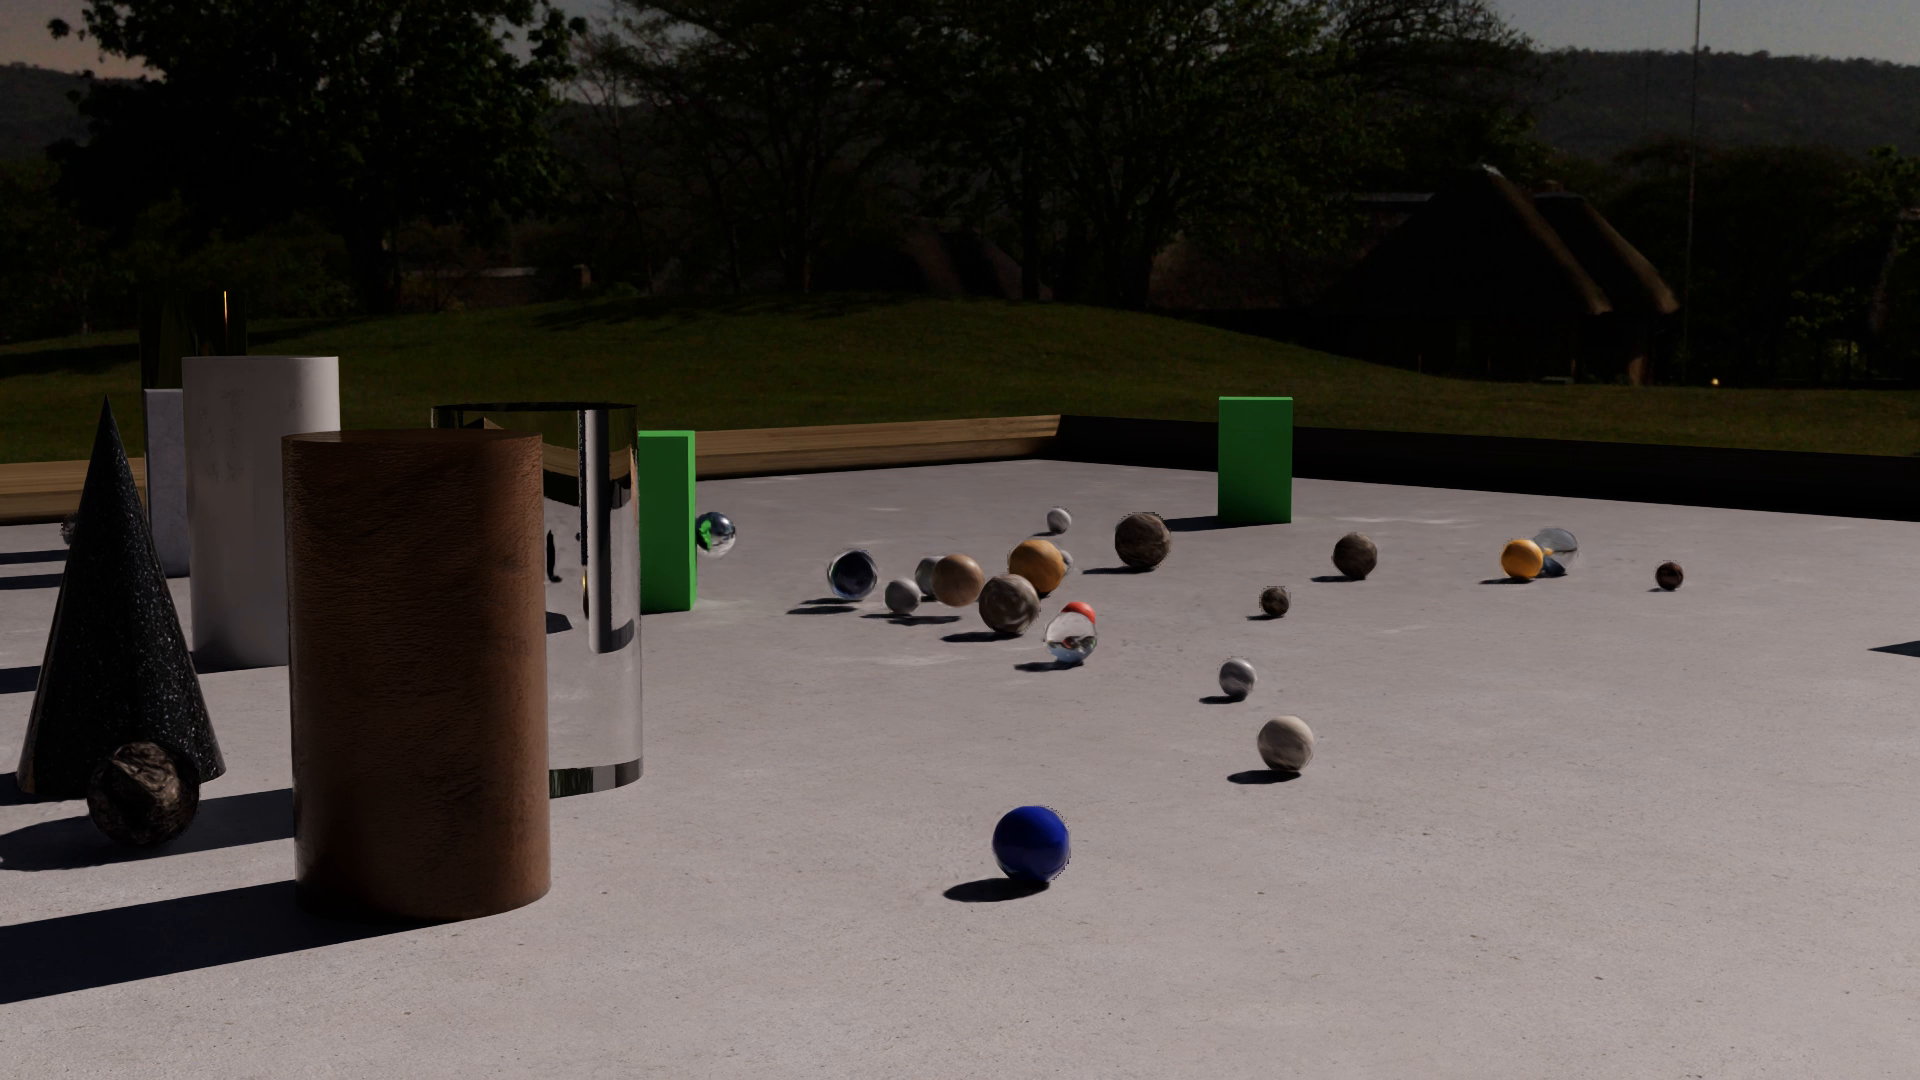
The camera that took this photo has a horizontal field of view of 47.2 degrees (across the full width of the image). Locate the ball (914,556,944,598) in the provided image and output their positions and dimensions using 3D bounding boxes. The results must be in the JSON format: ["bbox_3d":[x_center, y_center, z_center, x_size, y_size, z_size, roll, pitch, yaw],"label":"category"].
[{"bbox_3d":[-0.036,0.056,3.388,0.066,0.066,0.066,0,6,0],"label":"ball"}]

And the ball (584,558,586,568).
[{"bbox_3d":[-0.567,0.037,3.537,0.073,0.073,0.073,0,6,0],"label":"ball"}]

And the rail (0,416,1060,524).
[{"bbox_3d":[-1.491,-0.137,4.939,4.923,0.123,0.045,-6,8,-42],"label":"rail"}]

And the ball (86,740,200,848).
[{"bbox_3d":[-0.676,0.210,1.822,0.088,0.088,0.088,0,6,0],"label":"ball"}]

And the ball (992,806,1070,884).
[{"bbox_3d":[0.055,0.236,1.706,0.061,0.061,0.061,0,6,0],"label":"ball"}]

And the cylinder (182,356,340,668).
[{"bbox_3d":[-0.887,-0.042,2.811,0.190,0.383,0.190,0,6,0],"label":"cylinder"}]

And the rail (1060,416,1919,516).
[{"bbox_3d":[1.791,-0.141,4.976,0.045,0.123,4.443,-6,8,-42],"label":"rail"}]

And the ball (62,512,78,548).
[{"bbox_3d":[-1.601,-0.014,4.017,0.074,0.074,0.074,0,6,0],"label":"ball"}]

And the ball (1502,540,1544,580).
[{"bbox_3d":[0.922,0.032,3.606,0.068,0.068,0.068,0,6,0],"label":"ball"}]

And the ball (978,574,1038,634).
[{"bbox_3d":[0.066,0.087,3.010,0.083,0.083,0.083,0,6,0],"label":"ball"}]

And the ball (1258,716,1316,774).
[{"bbox_3d":[0.313,0.196,2.112,0.055,0.055,0.055,0,6,0],"label":"ball"}]

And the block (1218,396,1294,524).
[{"bbox_3d":[0.622,-0.171,4.640,0.152,0.255,0.152,1,6,7],"label":"block"}]

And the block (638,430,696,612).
[{"bbox_3d":[-0.478,-0.031,3.303,0.152,0.258,0.152,0,6,-3],"label":"block"}]

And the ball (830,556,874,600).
[{"bbox_3d":[-0.165,0.057,3.369,0.067,0.067,0.067,0,6,0],"label":"ball"}]

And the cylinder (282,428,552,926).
[{"bbox_3d":[-0.410,0.095,1.667,0.190,0.350,0.190,0,6,0],"label":"cylinder"}]

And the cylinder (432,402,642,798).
[{"bbox_3d":[-0.398,0.050,2.081,0.190,0.352,0.190,0,6,0],"label":"cylinder"}]

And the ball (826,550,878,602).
[{"bbox_3d":[-0.160,0.053,3.275,0.076,0.076,0.076,0,6,0],"label":"ball"}]

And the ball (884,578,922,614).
[{"bbox_3d":[-0.083,0.082,3.204,0.053,0.053,0.053,0,6,0],"label":"ball"}]

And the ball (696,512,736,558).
[{"bbox_3d":[-0.383,-0.008,3.413,0.071,0.071,0.071,0,6,0],"label":"ball"}]

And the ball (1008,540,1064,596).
[{"bbox_3d":[0.118,0.043,3.411,0.088,0.088,0.088,0,6,0],"label":"ball"}]

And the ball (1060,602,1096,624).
[{"bbox_3d":[0.160,0.108,2.982,0.049,0.049,0.049,0,6,0],"label":"ball"}]

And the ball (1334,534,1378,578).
[{"bbox_3d":[0.655,0.026,3.645,0.072,0.072,0.072,0,6,0],"label":"ball"}]

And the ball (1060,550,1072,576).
[{"bbox_3d":[0.163,0.039,3.640,0.048,0.048,0.048,0,6,0],"label":"ball"}]

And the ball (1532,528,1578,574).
[{"bbox_3d":[1.000,0.018,3.697,0.078,0.078,0.078,0,6,0],"label":"ball"}]

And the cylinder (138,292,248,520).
[{"bbox_3d":[-1.424,-0.225,4.103,0.190,0.474,0.190,0,6,0],"label":"cylinder"}]

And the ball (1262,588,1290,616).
[{"bbox_3d":[0.457,0.090,3.187,0.042,0.042,0.042,0,6,0],"label":"ball"}]

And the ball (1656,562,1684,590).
[{"bbox_3d":[1.125,0.057,3.485,0.044,0.044,0.044,0,6,0],"label":"ball"}]

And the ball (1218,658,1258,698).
[{"bbox_3d":[0.318,0.158,2.520,0.045,0.045,0.045,0,6,0],"label":"ball"}]

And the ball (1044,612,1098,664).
[{"bbox_3d":[0.139,0.122,2.761,0.066,0.066,0.066,0,6,0],"label":"ball"}]

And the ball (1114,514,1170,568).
[{"bbox_3d":[0.312,0.002,3.763,0.095,0.095,0.095,0,6,0],"label":"ball"}]

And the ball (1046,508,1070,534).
[{"bbox_3d":[0.195,-0.038,4.359,0.049,0.049,0.049,0,6,0],"label":"ball"}]

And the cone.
[{"bbox_3d":[-0.801,0.043,2.082,0.190,0.366,0.190,0,6,0],"label":"cone"}]

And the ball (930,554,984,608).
[{"bbox_3d":[-0.004,0.059,3.174,0.078,0.078,0.078,0,6,0],"label":"ball"}]

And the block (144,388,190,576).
[{"bbox_3d":[-1.297,-0.101,3.735,0.152,0.306,0.152,-2,7,-22],"label":"block"}]
